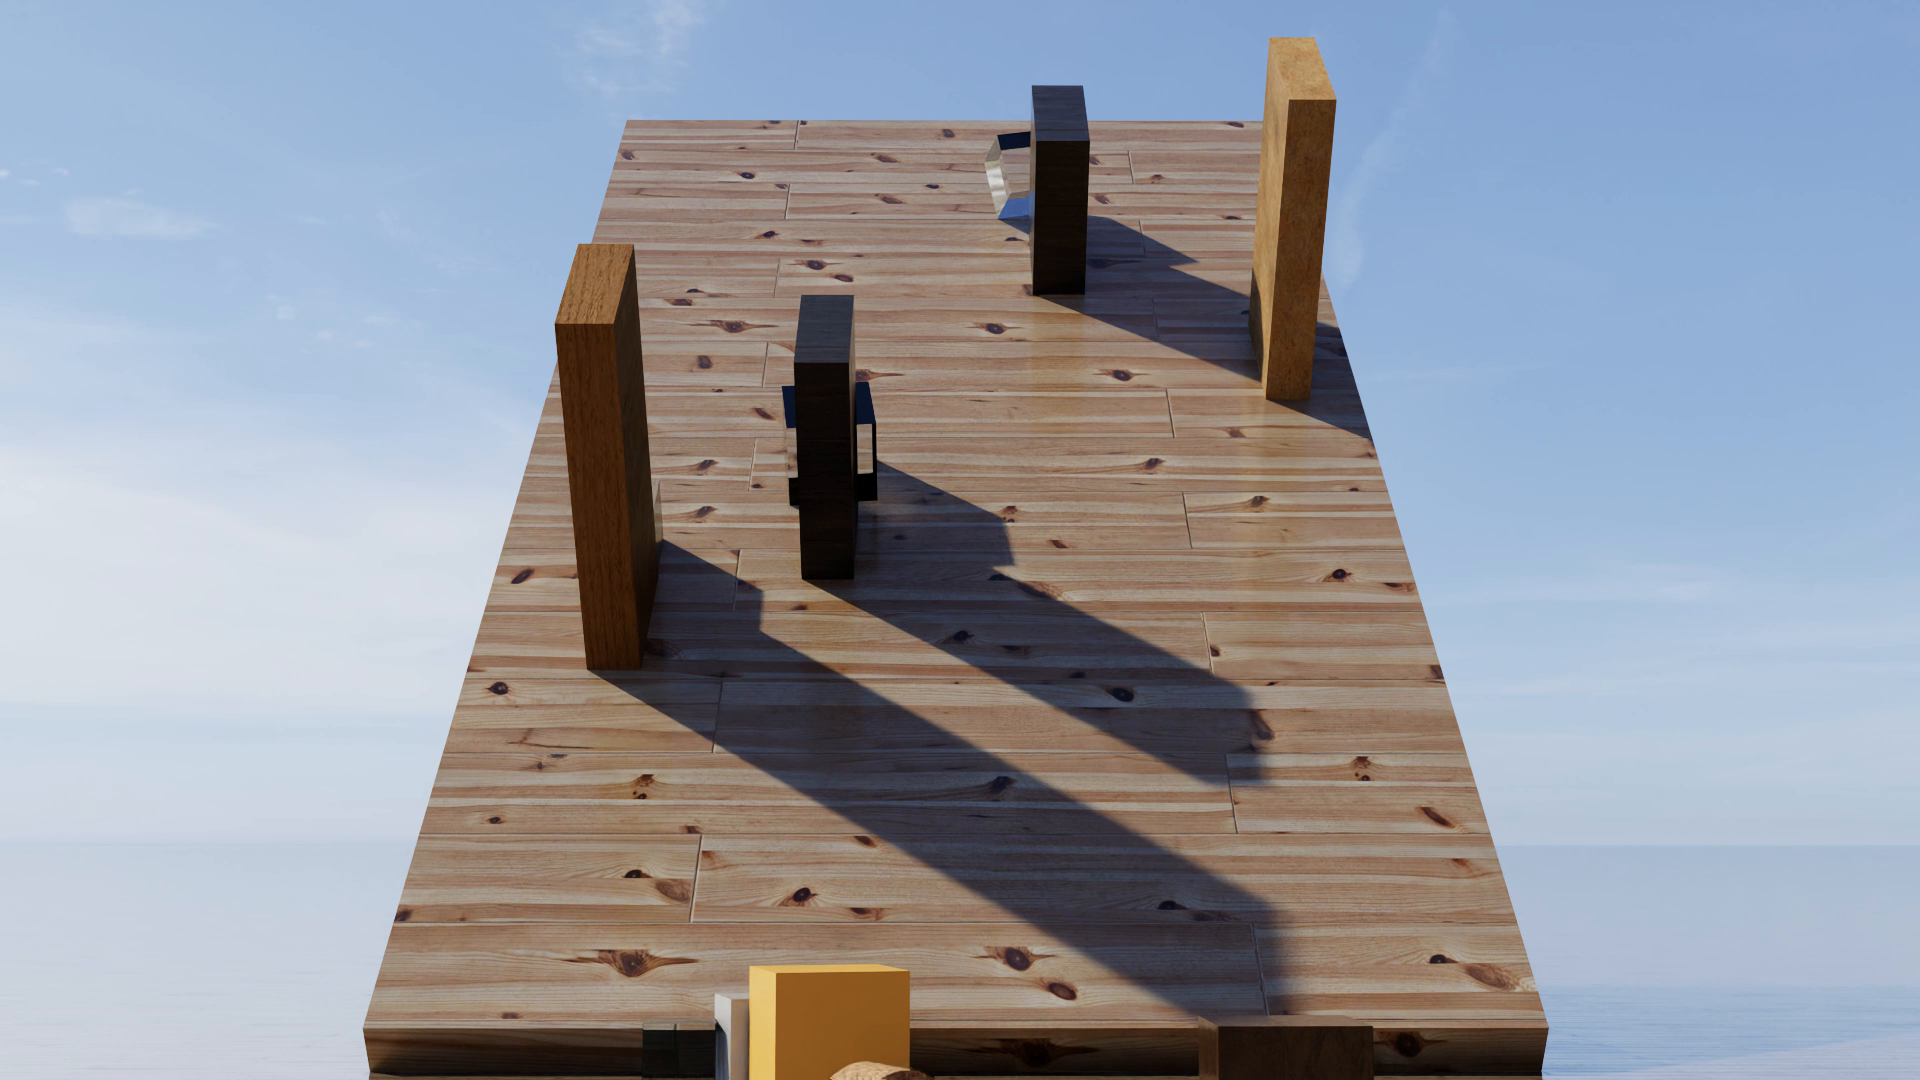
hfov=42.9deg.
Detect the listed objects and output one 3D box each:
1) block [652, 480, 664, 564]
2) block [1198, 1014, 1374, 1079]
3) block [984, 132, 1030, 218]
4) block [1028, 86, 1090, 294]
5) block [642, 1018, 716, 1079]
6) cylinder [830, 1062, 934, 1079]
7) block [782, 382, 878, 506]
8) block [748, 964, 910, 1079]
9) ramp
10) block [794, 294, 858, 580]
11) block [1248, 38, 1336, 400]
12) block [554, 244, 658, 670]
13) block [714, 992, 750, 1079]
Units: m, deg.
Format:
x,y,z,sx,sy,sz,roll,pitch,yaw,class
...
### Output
x,y,z,sx,sy,sz,roll,pitch,yaw,class
-0.736,-0.027,5.334,0.154,0.154,0.154,0,32,-1,block
0.385,0.662,2.901,0.180,0.180,0.180,0,-7,-2,block
0.189,-1.028,6.860,0.176,0.176,0.176,-9,-14,-14,block
0.262,-0.939,6.539,0.138,0.437,0.384,0,32,0,block
-0.438,0.807,3.809,0.112,0.112,0.112,1,-7,-7,block
-0.090,0.691,2.917,0.125,0.125,0.125,3,-8,-25,cylinder
-0.300,-0.222,5.607,0.201,0.201,0.201,-3,32,-6,block
-0.198,0.744,3.662,0.201,0.201,0.201,2,-7,-16,block
-0.015,-0.191,5.844,2.000,0.100,4.000,0,32,0,ramp
-0.287,-0.223,5.296,0.114,0.530,0.314,0,32,0,block
0.805,-0.783,5.969,0.109,0.780,0.403,0,32,0,block
-0.709,-0.164,4.951,0.111,0.792,0.353,0,32,0,block
-0.297,0.788,3.820,0.151,0.151,0.151,2,-7,-15,block
